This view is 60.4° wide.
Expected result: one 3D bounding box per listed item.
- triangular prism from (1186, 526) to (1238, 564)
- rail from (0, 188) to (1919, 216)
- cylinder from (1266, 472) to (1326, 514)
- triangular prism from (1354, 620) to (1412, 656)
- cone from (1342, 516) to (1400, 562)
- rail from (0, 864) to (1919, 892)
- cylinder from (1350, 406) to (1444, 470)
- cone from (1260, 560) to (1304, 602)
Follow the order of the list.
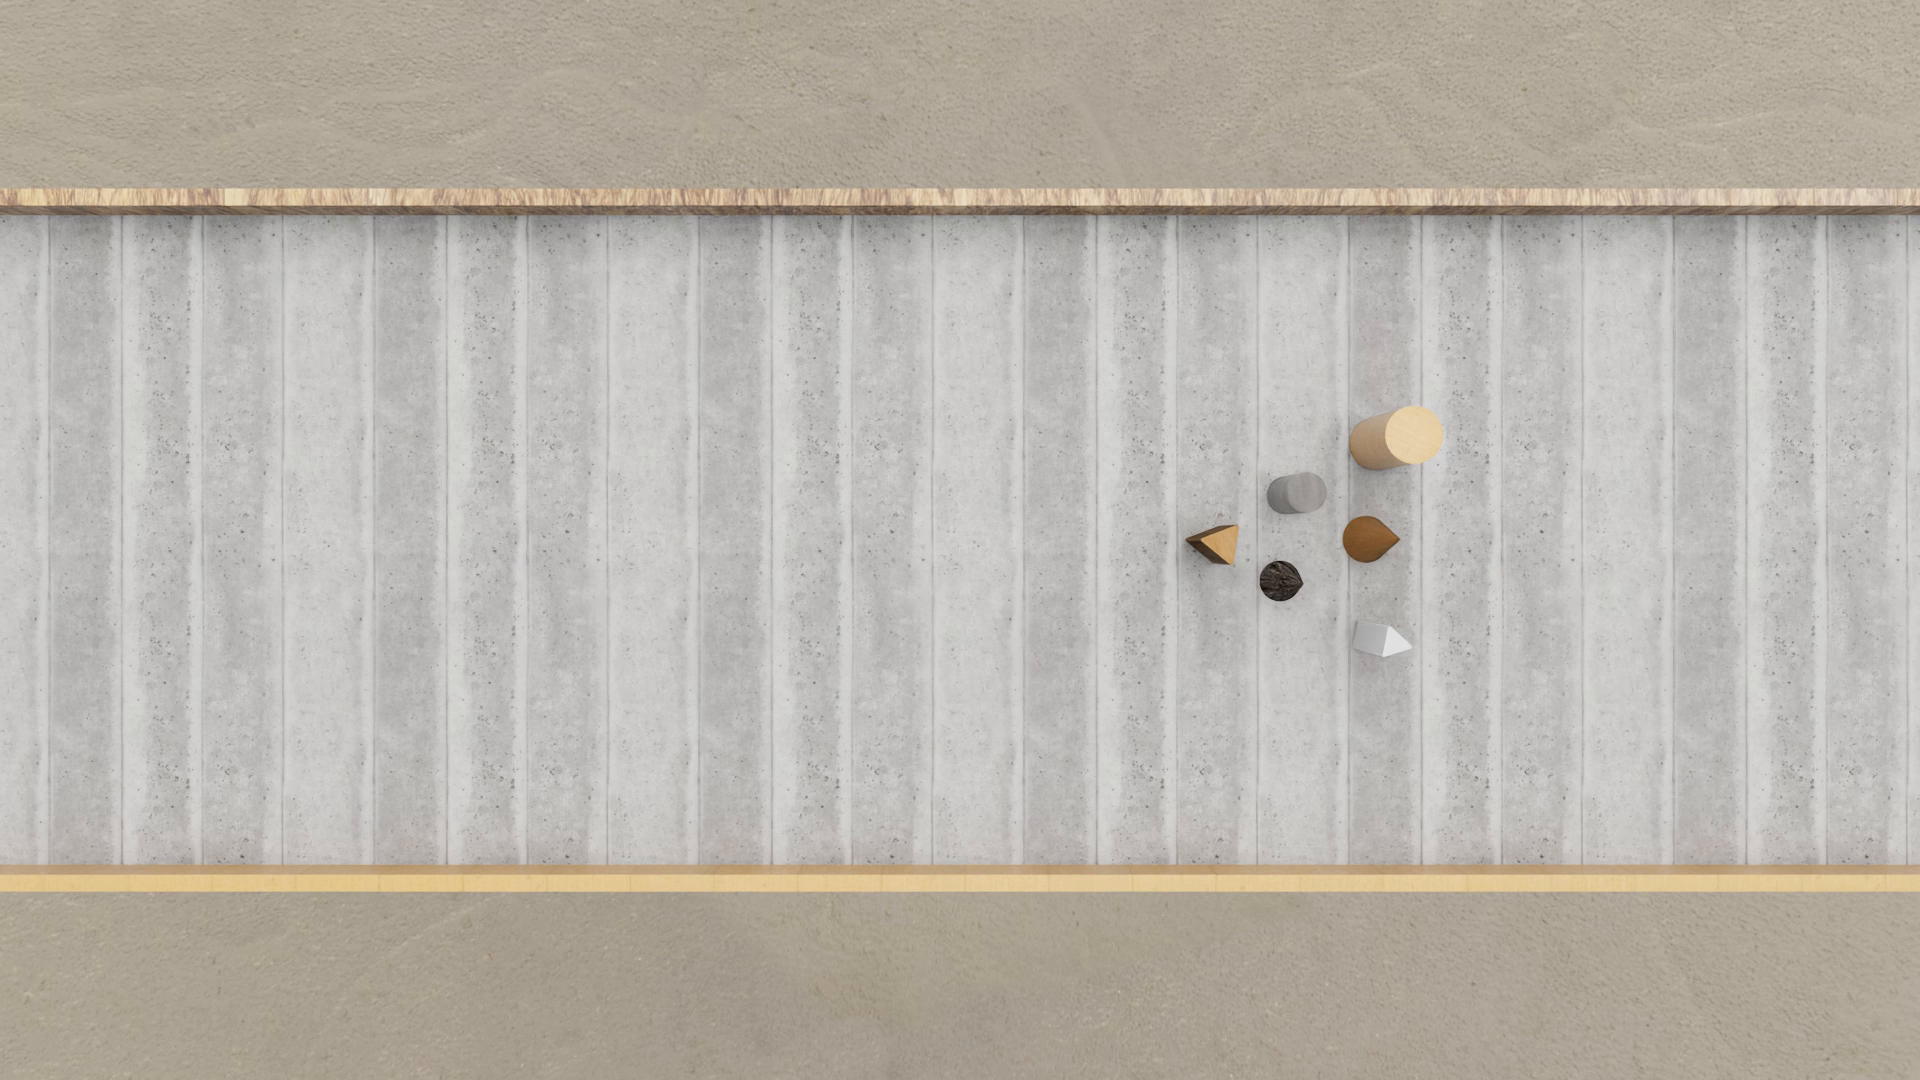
[{"bbox_3d":[0.769,-0.004,4.910,0.115,0.332,0.100,39,90,0],"label":"triangular prism"},{"bbox_3d":[-2.247,-1.025,5.002,12.000,0.150,0.050,0,90,0],"label":"rail"},{"bbox_3d":[1.003,-0.138,4.925,0.118,0.303,0.118,0,90,0],"label":"cylinder"},{"bbox_3d":[1.239,0.284,4.896,0.088,0.361,0.076,-18,90,0],"label":"triangular prism"},{"bbox_3d":[1.250,-0.002,4.878,0.144,0.398,0.144,0,90,0],"label":"cone"},{"bbox_3d":[-2.247,1.025,5.001,12.000,0.150,0.050,0,90,0],"label":"rail"},{"bbox_3d":[1.280,-0.296,4.862,0.164,0.430,0.164,0,90,0],"label":"cylinder"},{"bbox_3d":[0.985,0.126,4.900,0.126,0.353,0.126,0,90,0],"label":"cone"}]
